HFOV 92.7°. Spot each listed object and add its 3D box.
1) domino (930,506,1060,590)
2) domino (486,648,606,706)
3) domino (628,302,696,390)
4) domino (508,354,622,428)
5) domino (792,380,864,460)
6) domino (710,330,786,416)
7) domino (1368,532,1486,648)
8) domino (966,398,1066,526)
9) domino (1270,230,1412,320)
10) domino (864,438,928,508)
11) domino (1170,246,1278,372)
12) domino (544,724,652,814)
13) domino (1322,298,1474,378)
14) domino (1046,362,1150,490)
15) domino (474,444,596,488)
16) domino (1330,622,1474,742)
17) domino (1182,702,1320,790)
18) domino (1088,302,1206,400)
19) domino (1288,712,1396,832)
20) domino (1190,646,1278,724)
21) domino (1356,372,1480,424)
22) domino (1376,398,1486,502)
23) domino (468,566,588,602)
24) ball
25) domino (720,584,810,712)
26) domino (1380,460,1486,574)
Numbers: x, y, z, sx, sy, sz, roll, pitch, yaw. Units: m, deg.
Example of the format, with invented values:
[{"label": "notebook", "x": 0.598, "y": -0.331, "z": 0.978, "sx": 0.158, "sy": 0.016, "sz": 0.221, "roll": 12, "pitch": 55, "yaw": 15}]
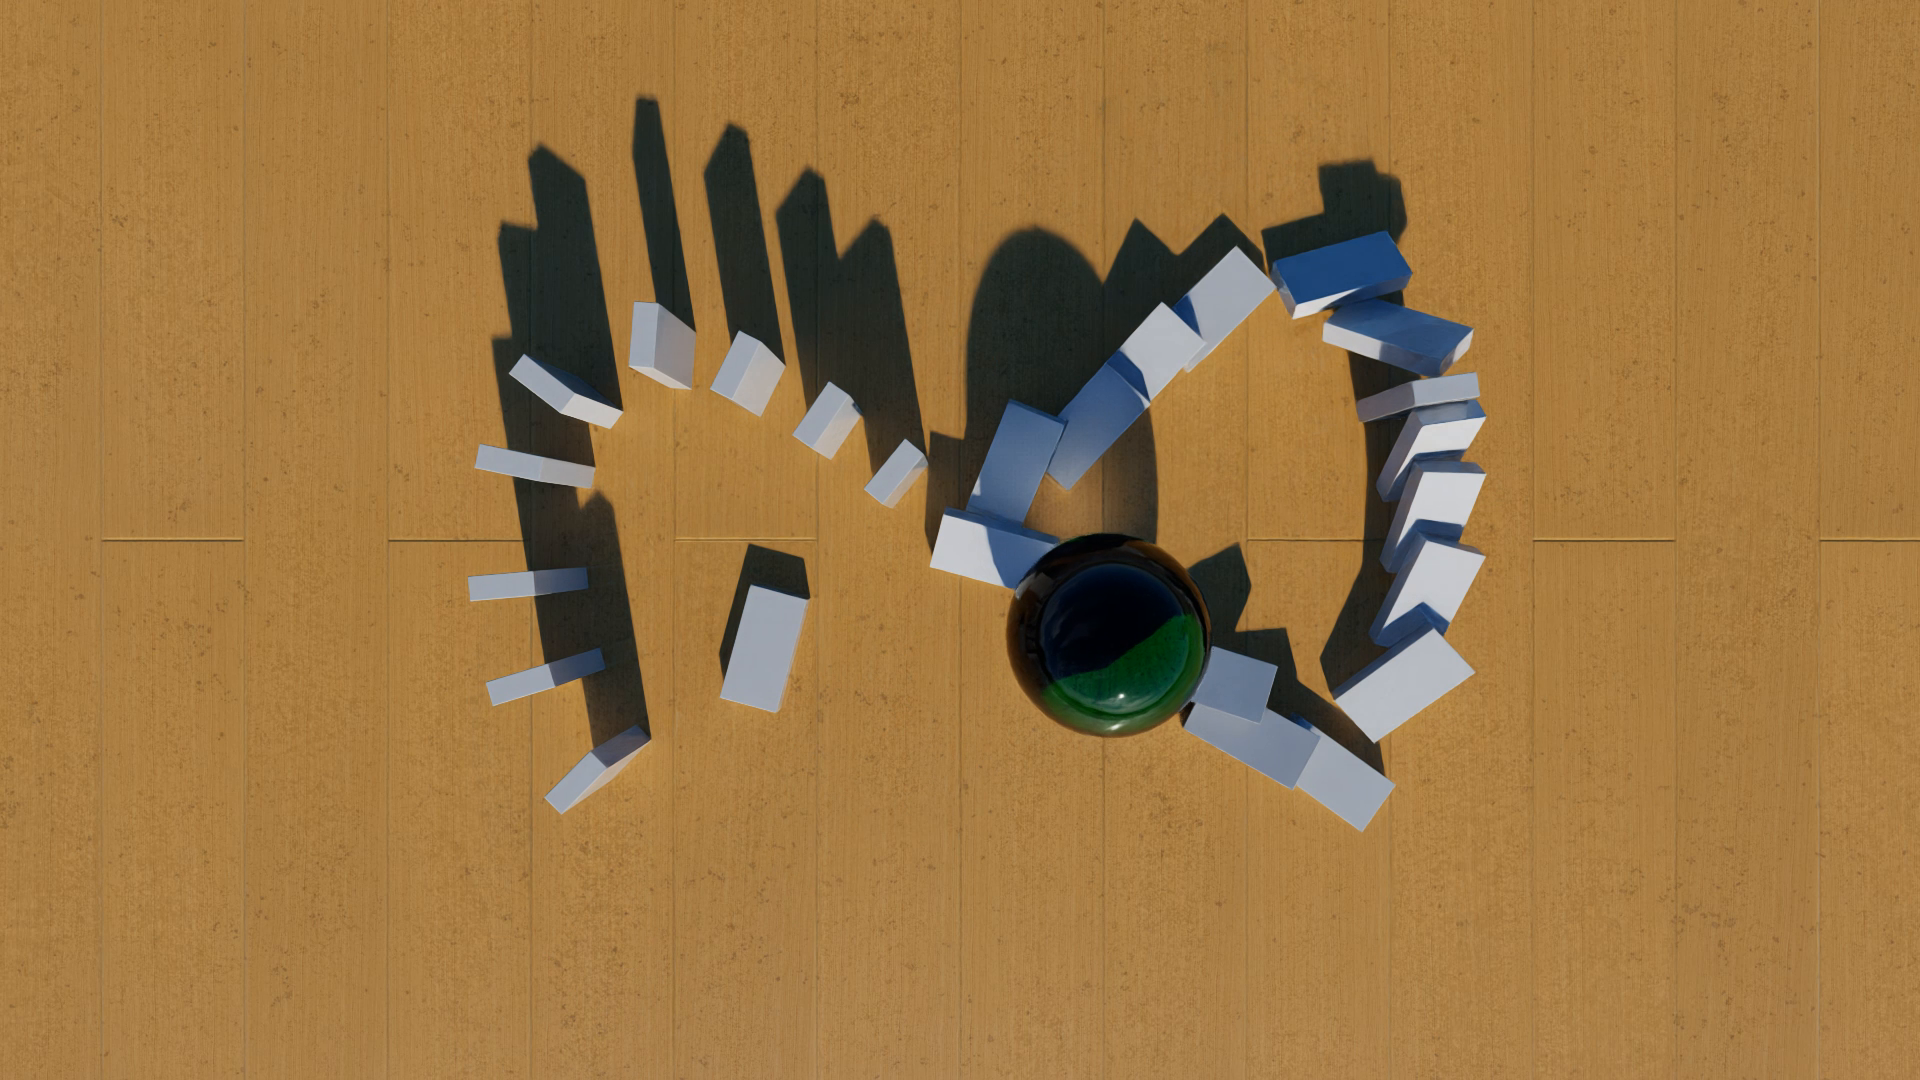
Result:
[{"label": "domino", "x": 0.015, "y": 0.005, "z": 0.391, "sx": 0.050, "sy": 0.010, "sz": 0.025, "roll": 15, "pitch": 114, "yaw": 0}, {"label": "domino", "x": -0.168, "y": 0.055, "z": 0.375, "sx": 0.025, "sy": 0.050, "sz": 0.009, "roll": -17, "pitch": 90, "yaw": 0}, {"label": "domino", "x": -0.121, "y": -0.078, "z": 0.375, "sx": 0.010, "sy": 0.050, "sz": 0.025, "roll": 5, "pitch": 90, "yaw": 0}, {"label": "domino", "x": -0.160, "y": -0.060, "z": 0.375, "sx": 0.025, "sy": 0.050, "sz": 0.010, "roll": 38, "pitch": 90, "yaw": 0}, {"label": "domino", "x": -0.053, "y": -0.048, "z": 0.375, "sx": 0.010, "sy": 0.050, "sz": 0.025, "roll": 35, "pitch": 90, "yaw": 0}, {"label": "domino", "x": -0.086, "y": -0.067, "z": 0.375, "sx": 0.010, "sy": 0.050, "sz": 0.025, "roll": 26, "pitch": 90, "yaw": 0}, {"label": "domino", "x": 0.196, "y": 0.024, "z": 0.386, "sx": 0.025, "sy": 0.010, "sz": 0.050, "roll": 15, "pitch": 114, "yaw": 0}, {"label": "domino", "x": 0.023, "y": -0.031, "z": 0.387, "sx": 0.025, "sy": 0.010, "sz": 0.050, "roll": 22, "pitch": 110, "yaw": 0}, {"label": "domino", "x": 0.162, "y": -0.113, "z": 0.390, "sx": 0.050, "sy": 0.009, "sz": 0.025, "roll": -15, "pitch": 64, "yaw": 0}, {"label": "domino", "x": -0.025, "y": -0.026, "z": 0.375, "sx": 0.010, "sy": 0.050, "sz": 0.025, "roll": 40, "pitch": 90, "yaw": 0}, {"label": "domino", "x": 0.109, "y": -0.099, "z": 0.395, "sx": 0.050, "sy": 0.010, "sz": 0.025, "roll": -44, "pitch": 90, "yaw": 0}, {"label": "domino", "x": -0.147, "y": 0.093, "z": 0.375, "sx": 0.009, "sy": 0.050, "sz": 0.025, "roll": 45, "pitch": 90, "yaw": 0}, {"label": "domino", "x": 0.179, "y": -0.085, "z": 0.377, "sx": 0.025, "sy": 0.010, "sz": 0.050, "roll": -39, "pitch": 50, "yaw": -22}, {"label": "domino", "x": 0.054, "y": -0.048, "z": 0.388, "sx": 0.025, "sy": 0.009, "sz": 0.050, "roll": 43, "pitch": 106, "yaw": 0}, {"label": "domino", "x": -0.172, "y": -0.030, "z": 0.375, "sx": 0.025, "sy": 0.050, "sz": 0.009, "roll": 12, "pitch": 90, "yaw": 0}, {"label": "domino", "x": 0.187, "y": 0.060, "z": 0.388, "sx": 0.050, "sy": 0.010, "sz": 0.025, "roll": -43, "pitch": 90, "yaw": 18}, {"label": "domino", "x": 0.123, "y": 0.082, "z": 0.389, "sx": 0.050, "sy": 0.010, "sz": 0.025, "roll": 29, "pitch": 90, "yaw": 15}, {"label": "domino", "x": 0.077, "y": -0.073, "z": 0.389, "sx": 0.025, "sy": 0.010, "sz": 0.050, "roll": 43, "pitch": 104, "yaw": 0}, {"label": "domino", "x": 0.158, "y": 0.100, "z": 0.395, "sx": 0.050, "sy": 0.010, "sz": 0.025, "roll": 36, "pitch": 90, "yaw": 0}, {"label": "domino", "x": 0.105, "y": 0.057, "z": 0.387, "sx": 0.050, "sy": 0.009, "sz": 0.025, "roll": 17, "pitch": 86, "yaw": 19}, {"label": "domino", "x": 0.186, "y": -0.058, "z": 0.375, "sx": 0.025, "sy": 0.050, "sz": 0.010, "roll": -8, "pitch": 90, "yaw": 0}, {"label": "domino", "x": 0.192, "y": -0.036, "z": 0.377, "sx": 0.025, "sy": 0.050, "sz": 0.010, "roll": -8, "pitch": 56, "yaw": 0}, {"label": "domino", "x": -0.175, "y": 0.018, "z": 0.375, "sx": 0.025, "sy": 0.050, "sz": 0.009, "roll": -5, "pitch": 90, "yaw": 0}, {"label": "ball", "x": 0.058, "y": 0.037, "z": 0.360, "sx": 0.080, "sy": 0.080, "sz": 0.080, "roll": 0, "pitch": 90, "yaw": 0}, {"label": "domino", "x": -0.084, "y": 0.046, "z": 0.395, "sx": 0.025, "sy": 0.009, "sz": 0.050, "roll": 15, "pitch": 90, "yaw": 0}, {"label": "domino", "x": 0.196, "y": -0.009, "z": 0.382, "sx": 0.025, "sy": 0.010, "sz": 0.050, "roll": 2, "pitch": 125, "yaw": 0}]
